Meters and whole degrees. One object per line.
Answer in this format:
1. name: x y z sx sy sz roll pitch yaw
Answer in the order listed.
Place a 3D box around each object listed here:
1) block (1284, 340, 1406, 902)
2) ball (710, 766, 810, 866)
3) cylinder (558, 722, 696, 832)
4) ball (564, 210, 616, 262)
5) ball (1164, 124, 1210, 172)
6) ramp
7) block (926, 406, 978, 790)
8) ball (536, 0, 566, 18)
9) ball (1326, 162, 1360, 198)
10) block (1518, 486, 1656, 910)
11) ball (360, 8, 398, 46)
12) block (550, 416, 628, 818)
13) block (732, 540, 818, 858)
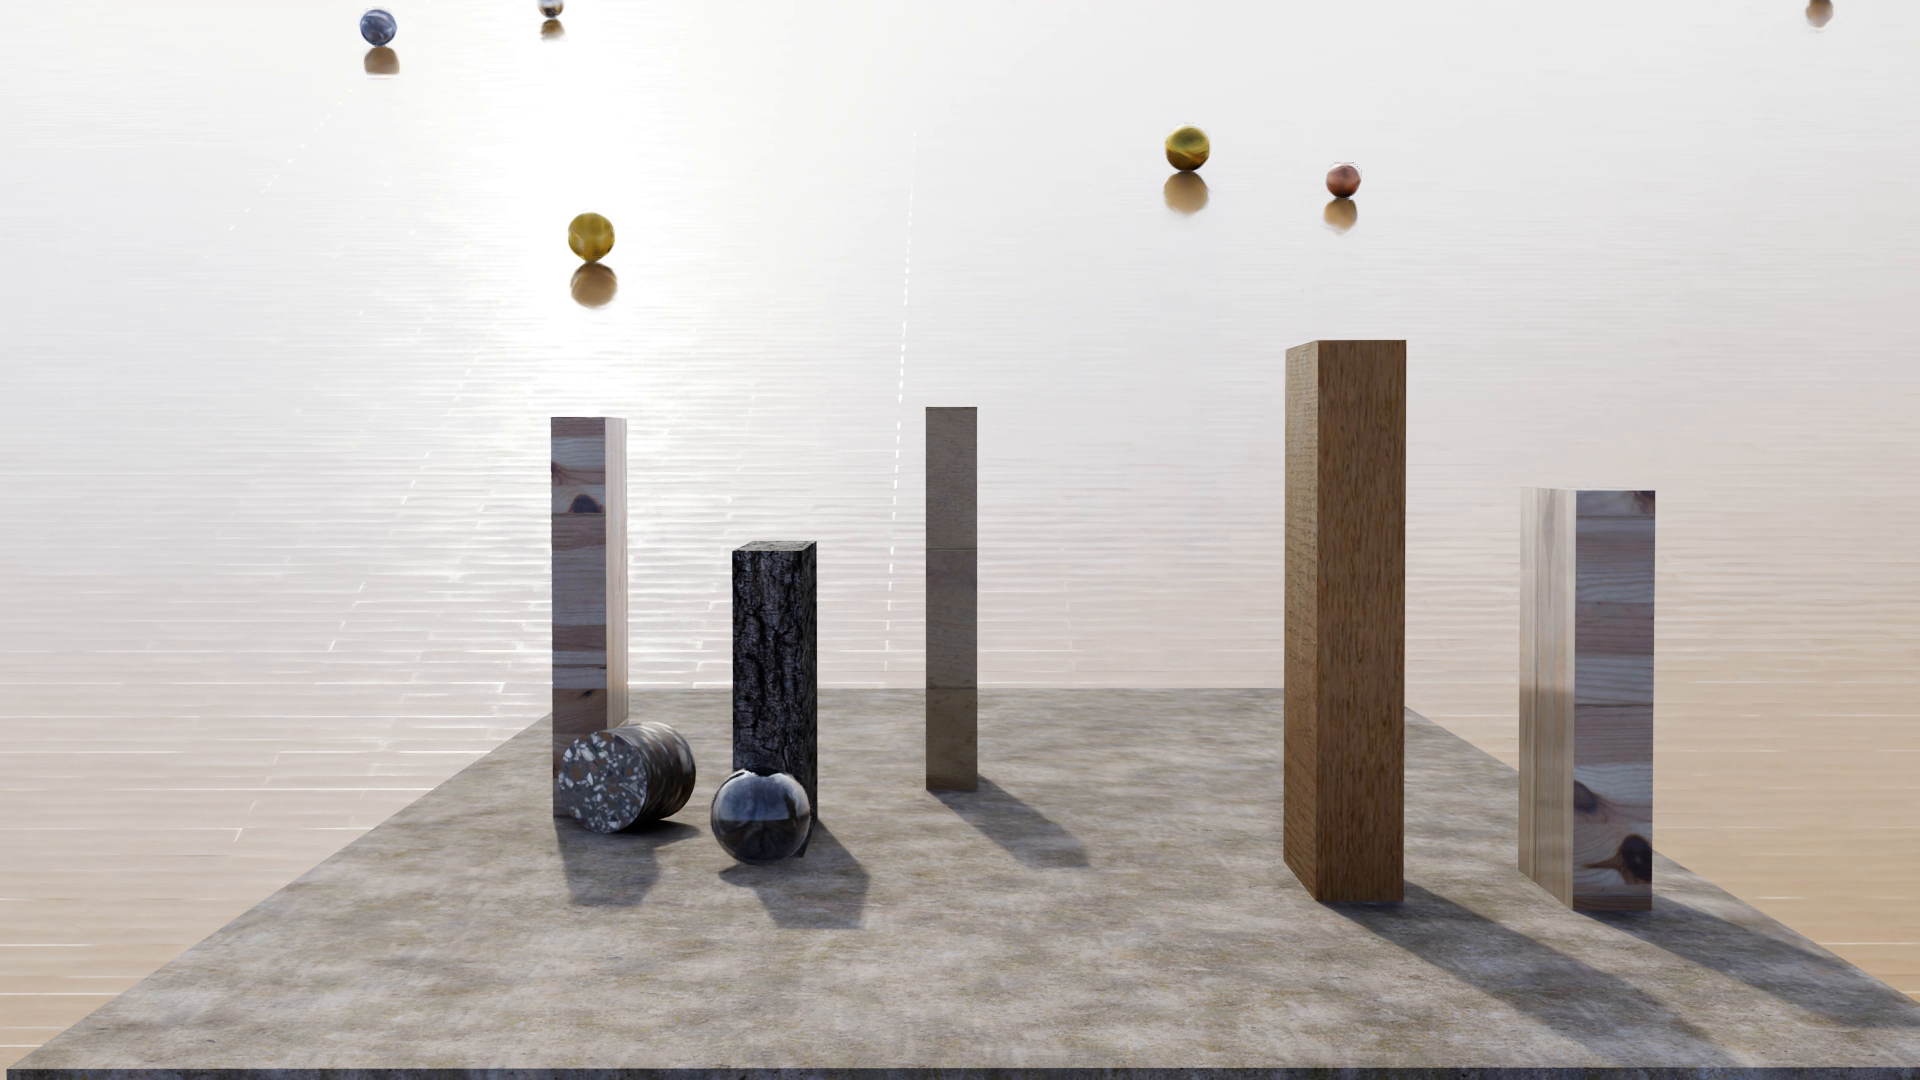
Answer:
1. block: 0.539 0.103 3.636 0.119 0.756 0.343 0 2 0
2. ball: -0.292 0.404 3.774 0.147 0.147 0.147 0 24 0
3. cylinder: -0.537 0.382 4.168 0.162 0.162 0.162 10 6 22
4. ball: -1.437 -1.181 10.020 0.199 0.199 0.199 0 24 0
5. ball: 0.986 -1.699 11.173 0.205 0.205 0.205 0 24 0
6. ramp: 0.055 0.499 4.546 2.000 0.100 4.000 0 2 0
7. block: -0.015 0.100 4.719 0.093 0.685 0.252 0 2 0
8. ball: -2.212 -2.899 13.920 0.159 0.159 0.159 0 24 0
9. ball: 1.609 -1.510 10.820 0.148 0.148 0.148 0 24 0
10. block: 0.862 0.206 3.561 0.105 0.556 0.331 0 2 0
11. ball: -3.011 -2.654 13.330 0.191 0.191 0.191 0 24 0
12. block: -0.630 0.123 4.397 0.091 0.664 0.280 0 2 0
13. block: -0.287 0.238 4.046 0.104 0.459 0.409 0 2 0
